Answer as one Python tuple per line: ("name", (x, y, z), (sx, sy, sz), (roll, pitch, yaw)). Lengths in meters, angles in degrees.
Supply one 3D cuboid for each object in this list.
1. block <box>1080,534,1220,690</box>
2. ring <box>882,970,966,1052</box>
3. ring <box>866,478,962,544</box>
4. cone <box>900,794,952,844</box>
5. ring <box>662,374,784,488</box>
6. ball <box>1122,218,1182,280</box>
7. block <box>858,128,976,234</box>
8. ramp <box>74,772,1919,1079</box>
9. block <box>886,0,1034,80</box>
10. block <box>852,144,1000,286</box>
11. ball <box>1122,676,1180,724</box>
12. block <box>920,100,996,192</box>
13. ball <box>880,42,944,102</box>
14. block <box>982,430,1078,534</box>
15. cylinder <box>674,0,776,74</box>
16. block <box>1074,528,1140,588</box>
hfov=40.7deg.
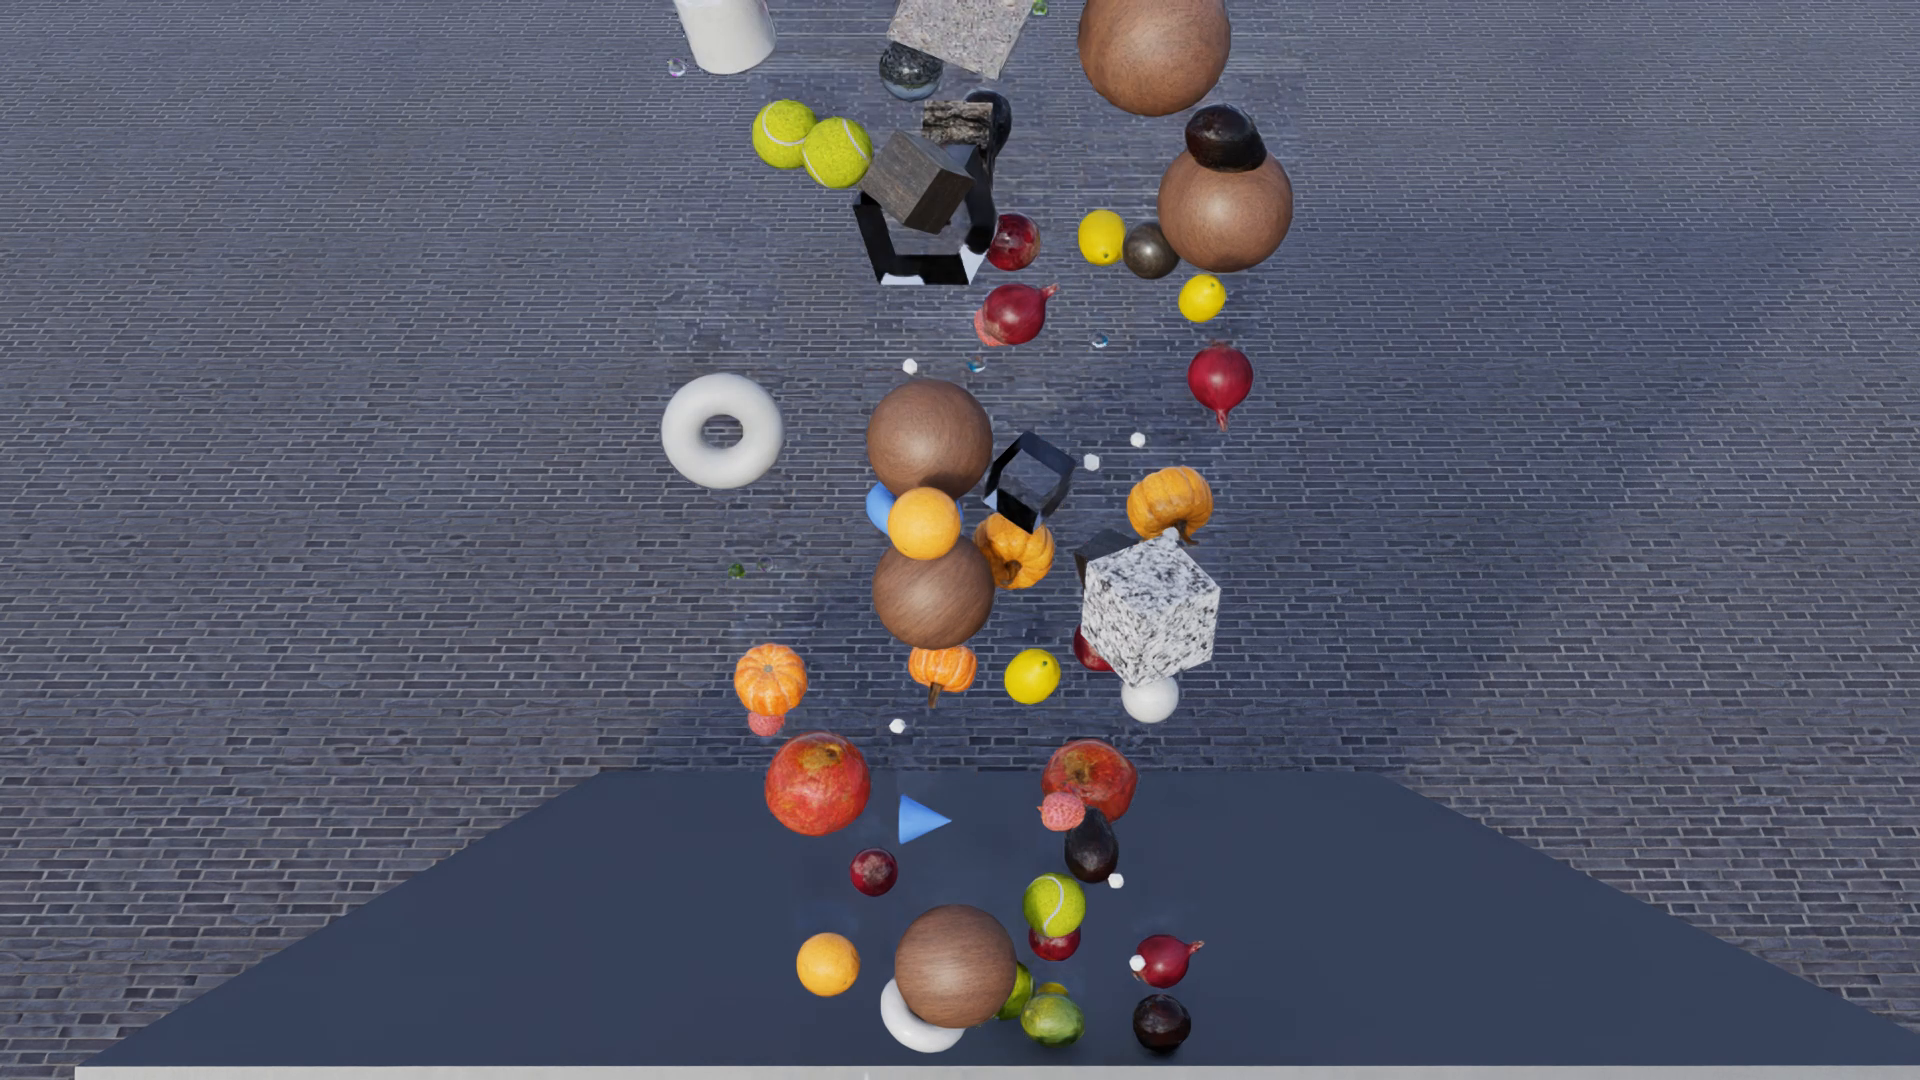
("block", (0.180, 0.068, 2.462), (0.090, 0.090, 0.090), (-19, 44, -24))
("ring", (-0.039, 0.501, 2.755), (0.097, 0.032, 0.097), (17, 42, -16))
("ring", (-0.047, -0.030, 2.677), (0.102, 0.034, 0.102), (11, 30, -6))
("cone", (-0.039, 0.328, 3.035), (0.060, 0.060, 0.060), (1, 32, 4))
("ring", (-0.243, -0.112, 2.661), (0.126, 0.126, 0.042), (-2, 26, -4))
("ball", (0.188, -0.286, 2.545), (0.059, 0.059, 0.059), (0, 32, 0))
("block", (-0.037, -0.306, 2.217), (0.059, 0.059, 0.059), (44, 19, 24))
("ramp", (0.071, 0.626, 4.716), (2.000, 0.100, 4.000), (0, -1, 0))
("block", (0.009, -0.458, 2.117), (0.097, 0.097, 0.097), (20, 51, -8))
("block", (-0.030, -0.301, 2.405), (0.092, 0.092, 0.092), (2, 43, 24))
("ball", (0.185, 0.150, 2.517), (0.056, 0.056, 0.056), (0, 32, 0))
("block", (-0.002, -0.378, 2.508), (0.065, 0.065, 0.065), (2, 55, 6))
("ball", (-0.049, -0.470, 2.585), (0.064, 0.064, 0.064), (0, 32, 0))
("block", (0.064, -0.053, 2.376), (0.056, 0.056, 0.056), (34, 54, 15))
("cylinder", (-0.210, -0.469, 2.304), (0.077, 0.077, 0.077), (-8, 50, 9))
("block", (0.171, 0.029, 2.936), (0.054, 0.054, 0.054), (-36, 37, -27))
